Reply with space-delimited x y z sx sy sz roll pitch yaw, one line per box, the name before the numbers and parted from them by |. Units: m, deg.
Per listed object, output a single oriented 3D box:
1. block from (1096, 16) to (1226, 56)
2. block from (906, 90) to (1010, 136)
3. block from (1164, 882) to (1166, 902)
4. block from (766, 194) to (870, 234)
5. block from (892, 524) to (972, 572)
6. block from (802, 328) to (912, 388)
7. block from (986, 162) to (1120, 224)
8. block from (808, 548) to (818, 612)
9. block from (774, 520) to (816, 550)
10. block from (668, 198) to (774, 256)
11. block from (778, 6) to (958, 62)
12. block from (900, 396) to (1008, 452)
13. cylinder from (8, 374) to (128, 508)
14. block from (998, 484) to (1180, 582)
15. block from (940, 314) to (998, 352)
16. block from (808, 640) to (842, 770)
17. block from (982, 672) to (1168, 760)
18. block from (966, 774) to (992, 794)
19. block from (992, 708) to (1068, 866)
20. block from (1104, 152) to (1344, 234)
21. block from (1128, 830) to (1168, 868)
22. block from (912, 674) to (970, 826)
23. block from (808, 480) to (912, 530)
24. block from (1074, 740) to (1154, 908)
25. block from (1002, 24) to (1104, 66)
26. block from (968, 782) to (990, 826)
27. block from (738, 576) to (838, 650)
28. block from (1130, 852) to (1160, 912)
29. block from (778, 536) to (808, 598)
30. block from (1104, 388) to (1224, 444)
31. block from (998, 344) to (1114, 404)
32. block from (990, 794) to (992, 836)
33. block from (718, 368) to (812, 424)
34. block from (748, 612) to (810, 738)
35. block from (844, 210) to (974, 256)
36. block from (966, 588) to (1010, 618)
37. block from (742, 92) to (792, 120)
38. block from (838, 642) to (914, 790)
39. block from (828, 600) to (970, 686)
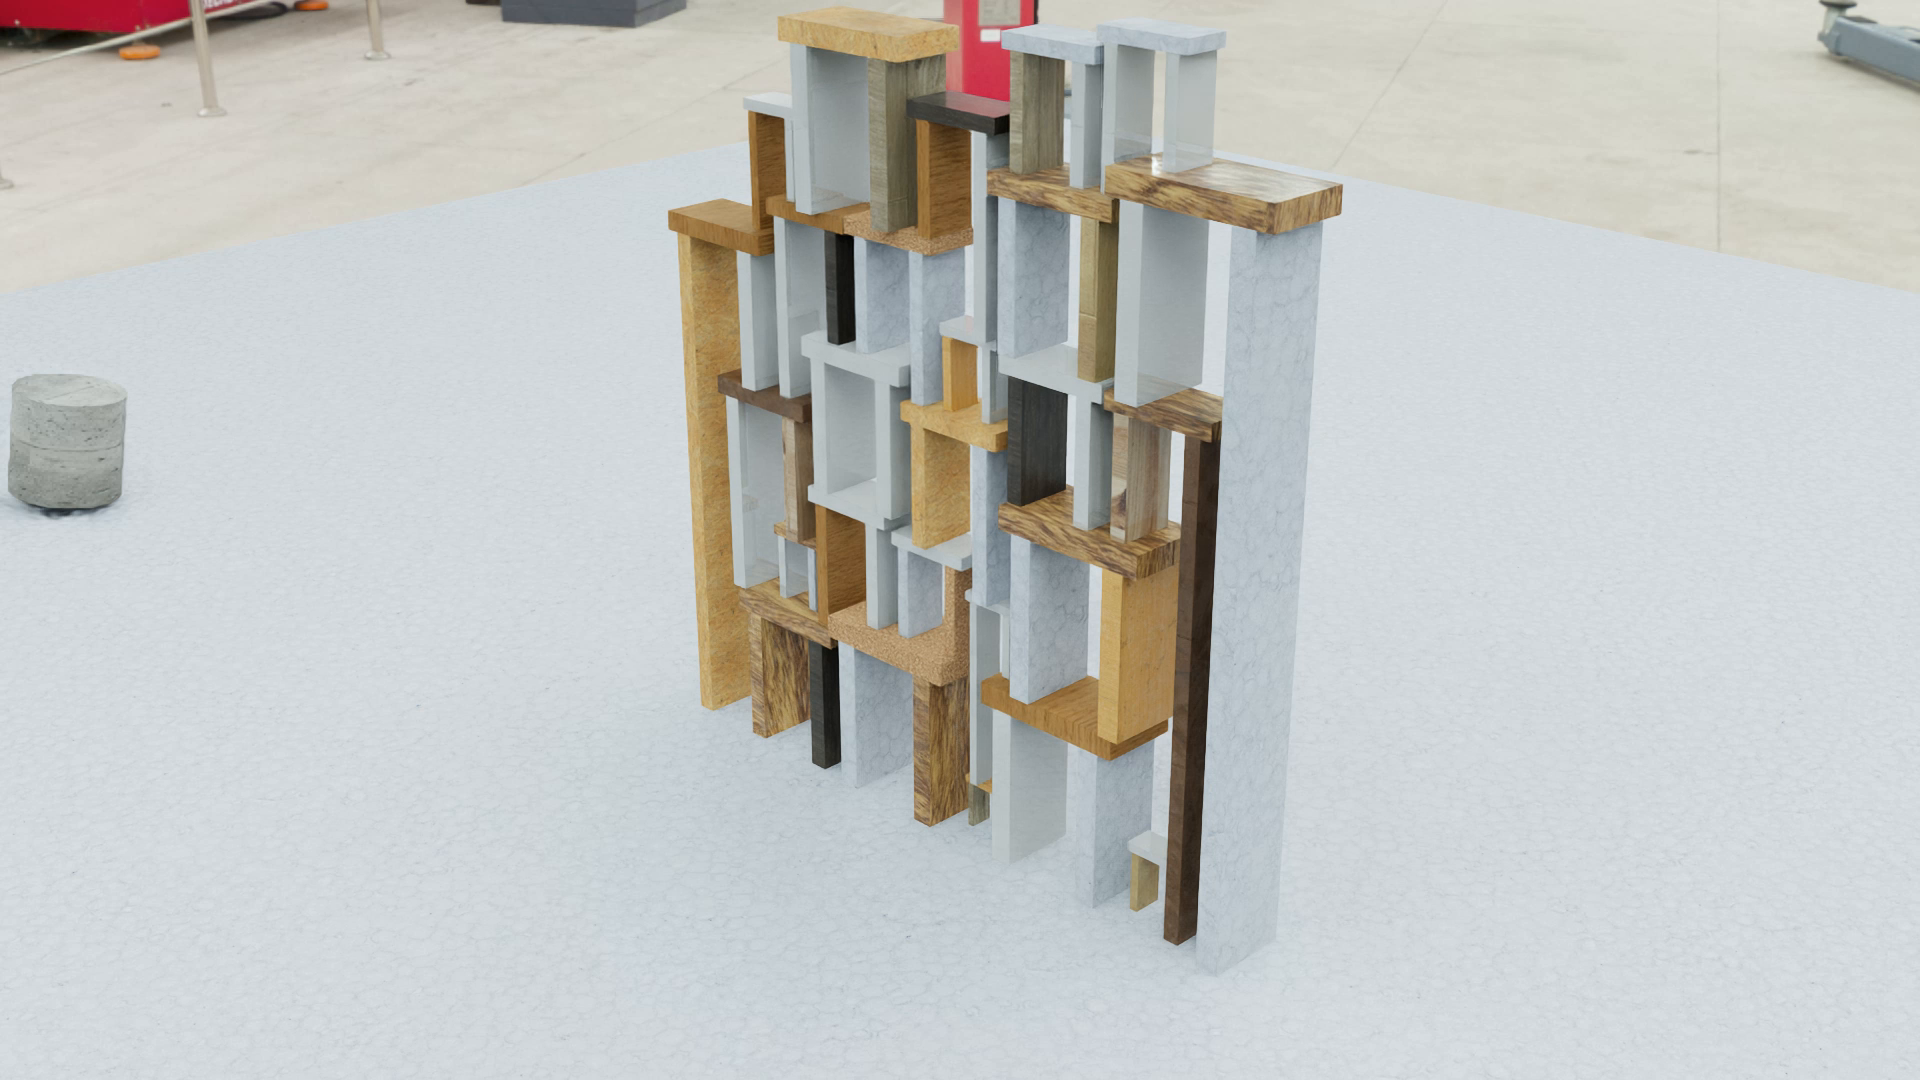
block | 0.322 -0.809 3.526 0.190 0.027 0.095 21 30 40
block | 0.020 -0.752 3.868 0.216 0.031 0.108 21 31 40
block | 0.404 0.652 4.067 0.017 0.122 0.061 21 31 41
block | -0.259 -0.635 4.237 0.112 0.032 0.223 -22 31 -40
block | -0.032 0.008 4.268 0.191 0.027 0.095 21 31 40
block | -0.164 -0.361 4.255 0.276 0.039 0.138 21 31 41
block | 0.198 -0.600 3.763 0.285 0.040 0.143 21 31 40
block | -0.282 0.073 4.564 0.070 0.140 0.020 -21 31 -41
block | -0.314 -0.014 4.564 0.140 0.020 0.070 21 31 40
block | -0.443 -0.632 4.435 0.143 0.040 0.285 -21 31 -40
block | -0.169 -0.924 4.009 0.312 0.044 0.156 20 31 39
block | 0.020 -0.226 4.102 0.125 0.035 0.249 -21 31 -40
cylinder | -2.421 -0.271 5.965 0.289 0.289 0.289 10 19 -3
block | 0.246 -0.019 3.944 0.330 0.047 0.165 21 31 41
block | 0.038 -0.379 4.021 0.072 0.020 0.144 -22 32 -40
block | -0.247 0.323 4.628 0.041 0.290 0.145 21 31 41
block | 0.214 0.312 4.130 0.327 0.046 0.163 21 31 41
block | 0.061 0.481 4.368 0.047 0.013 0.094 -21 31 -40
block | 0.137 0.453 4.274 0.046 0.327 0.163 21 31 41
block | 0.420 -0.562 3.528 0.173 0.049 0.346 -21 31 -41
block | 0.375 0.577 4.066 0.122 0.017 0.061 21 31 41
block | -0.019 0.397 4.409 0.046 0.325 0.162 21 31 41
block | -0.188 -0.079 4.388 0.222 0.031 0.111 21 31 41
block | 0.291 0.513 4.132 0.046 0.327 0.163 21 31 41
block | 0.181 -0.830 3.678 0.210 0.030 0.105 21 31 41
block | 0.038 0.522 4.409 0.013 0.094 0.047 21 31 41
block | -0.315 0.144 4.626 0.290 0.041 0.145 21 31 41
block | 0.347 0.630 4.120 0.017 0.122 0.061 21 31 41
block | -0.347 0.047 4.625 0.070 0.140 0.020 -21 31 -41
block | 0.371 -0.223 3.723 0.117 0.033 0.235 -21 31 -40
block | 0.198 -0.298 3.877 0.243 0.034 0.121 21 31 41
block | 0.083 0.540 4.368 0.013 0.095 0.047 21 31 41
block | -0.359 -0.304 4.491 0.133 0.038 0.266 -21 31 -40
block | -0.384 0.270 4.753 0.041 0.290 0.145 21 31 41
block | -0.096 -0.576 4.086 0.228 0.032 0.114 21 31 40
block | 0.079 0.114 4.181 0.130 0.018 0.065 21 31 41
block | -0.335 -0.835 4.232 0.159 0.023 0.080 21 31 40
block | -0.172 0.337 4.550 0.046 0.325 0.162 21 31 41
block | -0.095 0.196 4.407 0.325 0.046 0.162 21 31 40
